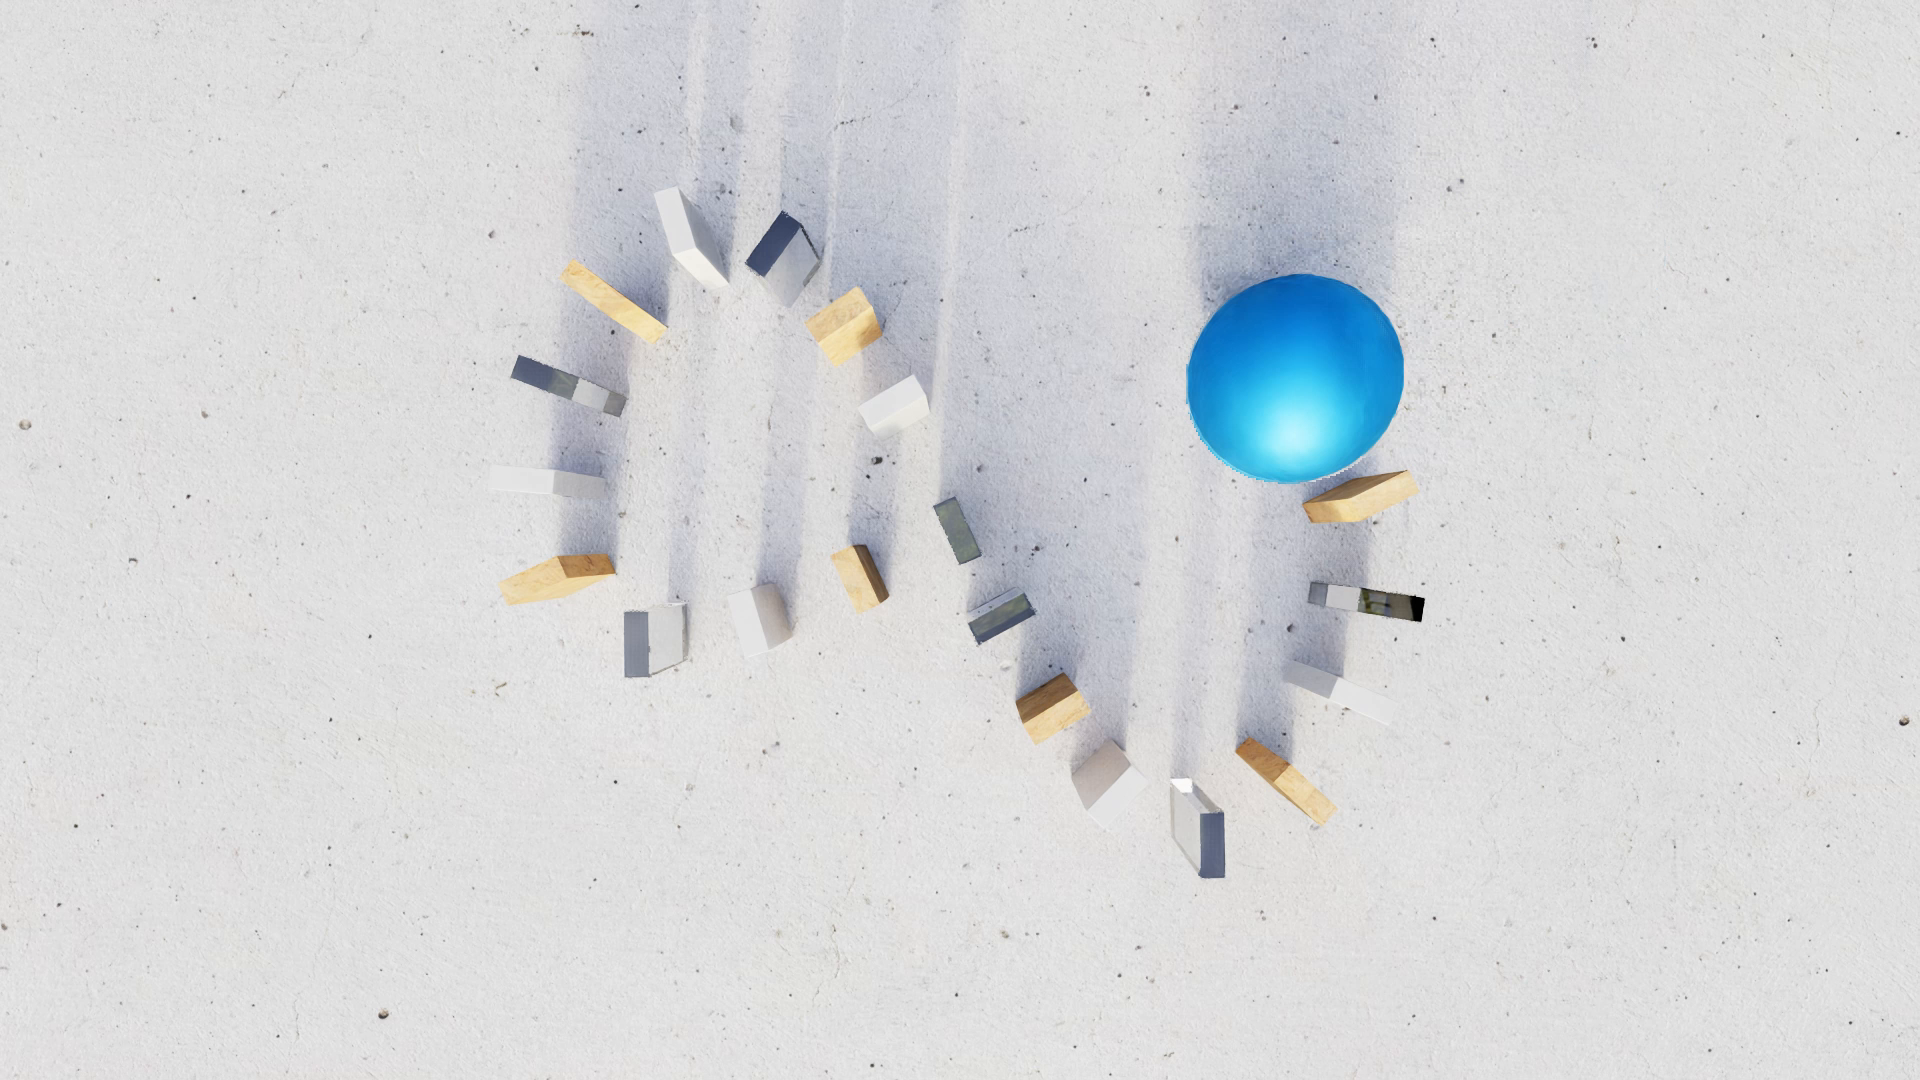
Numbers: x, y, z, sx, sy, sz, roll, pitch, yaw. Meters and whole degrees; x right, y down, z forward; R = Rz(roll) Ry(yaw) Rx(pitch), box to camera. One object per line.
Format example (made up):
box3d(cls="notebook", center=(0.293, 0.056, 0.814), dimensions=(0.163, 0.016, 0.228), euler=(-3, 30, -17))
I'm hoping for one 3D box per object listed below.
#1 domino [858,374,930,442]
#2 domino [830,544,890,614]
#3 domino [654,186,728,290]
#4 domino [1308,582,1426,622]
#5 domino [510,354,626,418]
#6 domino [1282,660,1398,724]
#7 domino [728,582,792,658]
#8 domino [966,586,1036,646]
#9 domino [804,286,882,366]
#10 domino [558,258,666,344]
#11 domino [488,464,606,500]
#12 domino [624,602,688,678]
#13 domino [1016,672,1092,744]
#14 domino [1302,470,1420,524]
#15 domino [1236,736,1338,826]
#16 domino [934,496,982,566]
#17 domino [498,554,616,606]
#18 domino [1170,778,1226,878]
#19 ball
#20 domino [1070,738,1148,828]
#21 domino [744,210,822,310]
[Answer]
box3d(cls="domino", center=(-0.026, -0.053, 0.375), dimensions=(0.025, 0.050, 0.009), euler=(-30, 90, 0))
box3d(cls="domino", center=(-0.040, 0.015, 0.375), dimensions=(0.010, 0.050, 0.025), euler=(-25, 90, 0))
box3d(cls="domino", center=(-0.109, -0.122, 0.375), dimensions=(0.009, 0.050, 0.025), euler=(-17, 90, 0))
box3d(cls="domino", center=(0.165, 0.025, 0.375), dimensions=(0.025, 0.050, 0.010), euler=(9, 90, 0))
box3d(cls="domino", center=(-0.159, -0.062, 0.375), dimensions=(0.025, 0.050, 0.009), euler=(21, 90, 0))
box3d(cls="domino", center=(0.154, 0.061, 0.375), dimensions=(0.025, 0.050, 0.009), euler=(23, 90, 0))
box3d(cls="domino", center=(-0.081, 0.032, 0.375), dimensions=(0.010, 0.050, 0.025), euler=(-17, 90, 0))
box3d(cls="domino", center=(0.016, 0.030, 0.375), dimensions=(0.025, 0.050, 0.009), euler=(-28, 90, 0))
box3d(cls="domino", center=(-0.047, -0.086, 0.375), dimensions=(0.025, 0.050, 0.009), euler=(-34, 90, 0))
box3d(cls="domino", center=(-0.141, -0.096, 0.375), dimensions=(0.025, 0.050, 0.009), euler=(37, 90, 0))
box3d(cls="domino", center=(-0.168, -0.023, 0.375), dimensions=(0.025, 0.050, 0.010), euler=(5, 90, 0))
box3d(cls="domino", center=(-0.124, 0.040, 0.375), dimensions=(0.010, 0.050, 0.025), euler=(-1, 90, 0))
box3d(cls="domino", center=(0.037, 0.068, 0.375), dimensions=(0.025, 0.050, 0.009), euler=(-31, 90, 0))
box3d(cls="domino", center=(0.162, -0.017, 0.375), dimensions=(0.025, 0.050, 0.010), euler=(-26, 90, 0))
box3d(cls="domino", center=(0.132, 0.098, 0.375), dimensions=(0.025, 0.050, 0.010), euler=(43, 90, 0))
box3d(cls="domino", center=(-0.001, -0.003, 0.375), dimensions=(0.009, 0.050, 0.025), euler=(-24, 90, 0))
box3d(cls="domino", center=(-0.163, 0.016, 0.375), dimensions=(0.025, 0.050, 0.009), euler=(-25, 90, 0))
box3d(cls="domino", center=(0.097, 0.117, 0.375), dimensions=(0.009, 0.050, 0.025), euler=(-1, 90, 0))
box3d(cls="ball", center=(0.130, -0.063, 0.360), dimensions=(0.080, 0.080, 0.080), euler=(0, 90, 0))
box3d(cls="domino", center=(0.060, 0.098, 0.375), dimensions=(0.009, 0.050, 0.025), euler=(44, 90, 0))
box3d(cls="domino", center=(-0.071, -0.113, 0.375), dimensions=(0.010, 0.050, 0.025), euler=(36, 90, 0))
